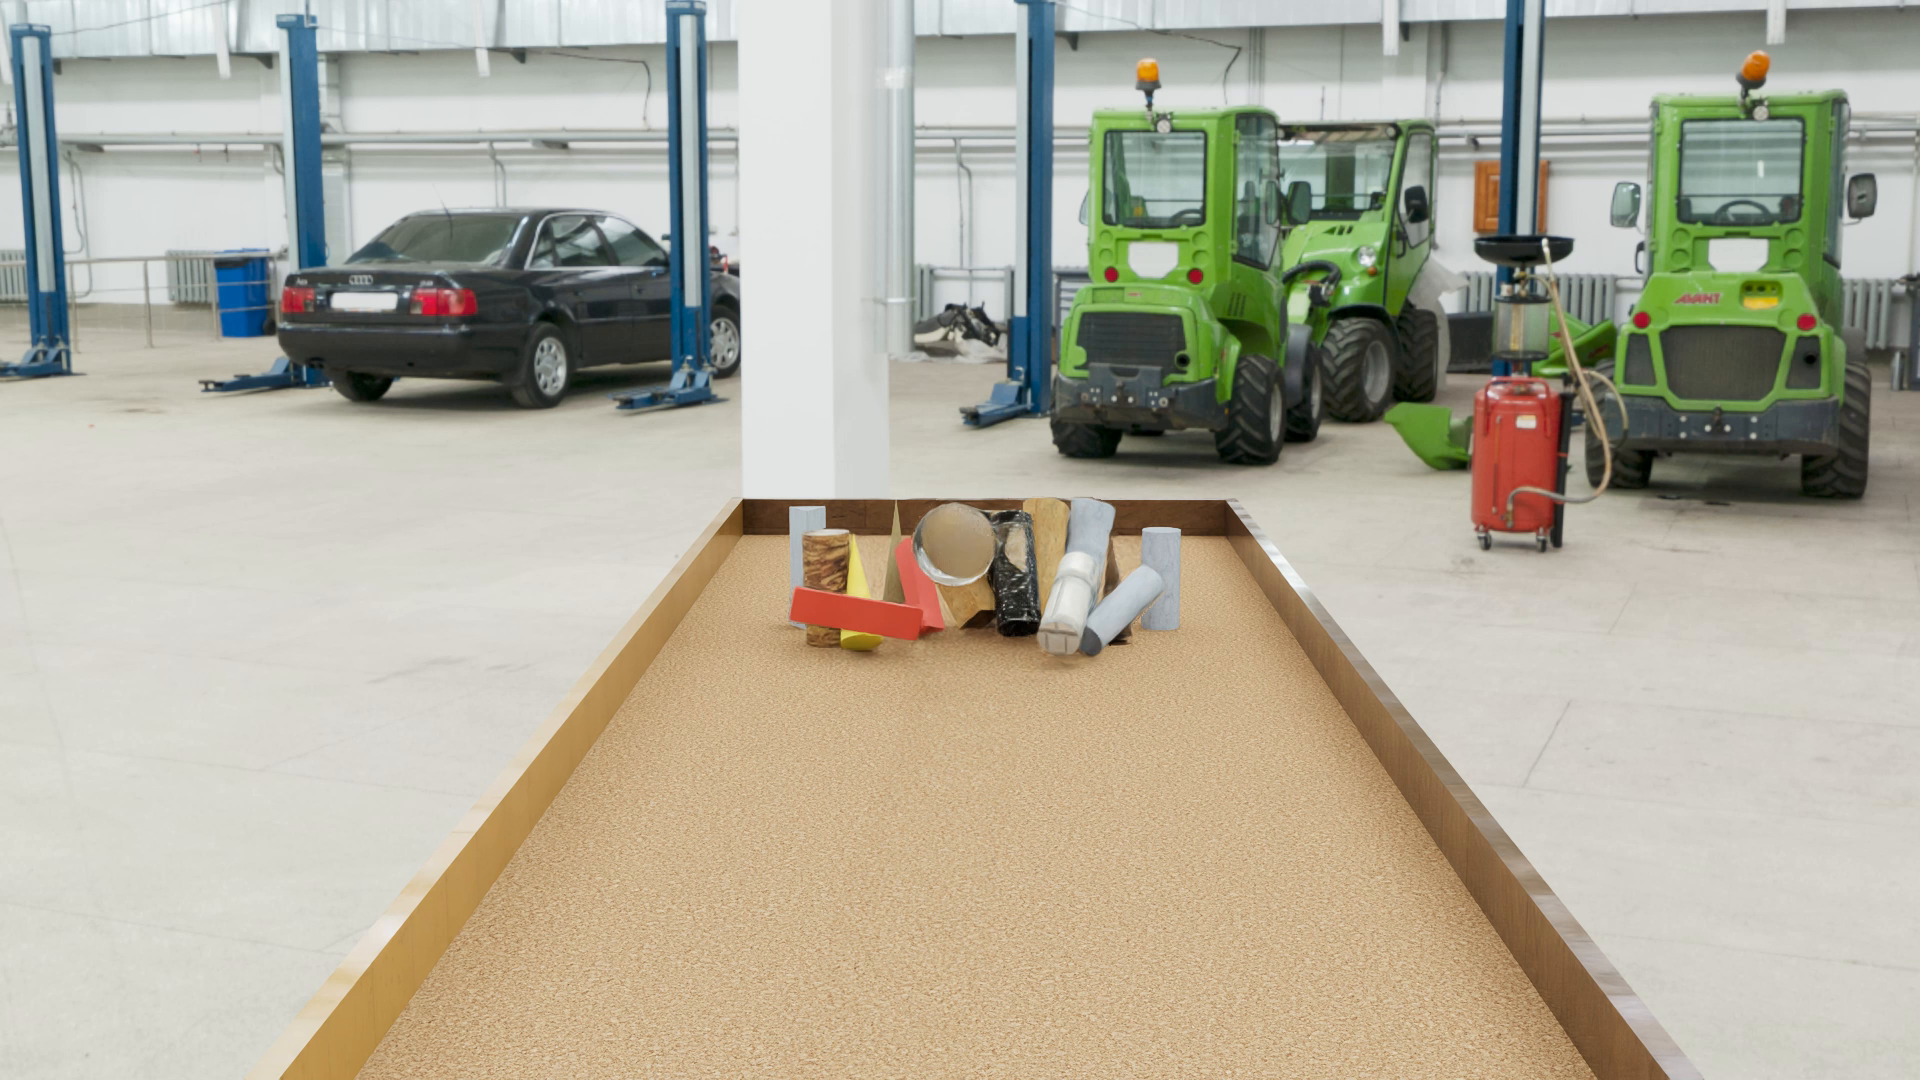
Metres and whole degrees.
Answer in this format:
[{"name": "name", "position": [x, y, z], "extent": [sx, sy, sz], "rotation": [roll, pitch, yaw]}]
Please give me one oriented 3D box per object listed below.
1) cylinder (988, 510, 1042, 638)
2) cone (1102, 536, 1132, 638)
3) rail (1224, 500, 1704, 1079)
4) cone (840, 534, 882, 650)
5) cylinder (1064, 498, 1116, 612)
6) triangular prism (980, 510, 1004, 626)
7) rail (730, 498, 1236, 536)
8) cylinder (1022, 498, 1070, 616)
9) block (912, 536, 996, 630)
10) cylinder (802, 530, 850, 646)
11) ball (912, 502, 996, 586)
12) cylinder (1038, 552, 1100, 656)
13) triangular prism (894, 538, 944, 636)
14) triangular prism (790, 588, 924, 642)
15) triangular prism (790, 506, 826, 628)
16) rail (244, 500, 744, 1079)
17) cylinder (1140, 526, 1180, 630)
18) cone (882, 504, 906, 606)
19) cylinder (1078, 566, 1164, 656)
[{"name": "cylinder", "position": [0.176, 0.107, 7.053], "extent": [0.143, 0.382, 0.143], "rotation": [-4, -25, -2]}, {"name": "cone", "position": [0.486, 0.137, 7.000], "extent": [0.106, 0.343, 0.106], "rotation": [-2, -11, 0]}, {"name": "rail", "position": [1.046, 0.843, 3.208], "extent": [0.050, 0.150, 12.000], "rotation": [0, 9, 1]}, {"name": "cone", "position": [-0.320, 0.146, 6.862], "extent": [0.132, 0.373, 0.132], "rotation": [-5, -24, -2]}, {"name": "cylinder", "position": [0.405, 0.067, 7.278], "extent": [0.149, 0.383, 0.149], "rotation": [12, -13, 3]}, {"name": "triangular prism", "position": [0.086, 0.089, 7.233], "extent": [0.087, 0.377, 0.101], "rotation": [5, 7, 39]}, {"name": "rail", "position": [0.099, -0.098, 9.147], "extent": [2.100, 0.150, 0.050], "rotation": [0, 9, 1]}, {"name": "cylinder", "position": [0.261, 0.073, 7.203], "extent": [0.154, 0.396, 0.154], "rotation": [7, -19, 2]}, {"name": "block", "position": [-0.010, 0.108, 7.186], "extent": [0.109, 0.370, 0.109], "rotation": [1, -38, -47]}, {"name": "cylinder", "position": [-0.416, 0.150, 6.928], "extent": [0.150, 0.350, 0.150], "rotation": [-2, 8, 0]}, {"name": "ball", "position": [-0.017, 0.014, 6.998], "extent": [0.266, 0.266, 0.266], "rotation": [0, 9, 0]}, {"name": "cylinder", "position": [0.334, 0.193, 6.733], "extent": [0.129, 0.129, 0.365], "rotation": [2, 35, 14]}, {"name": "triangular prism", "position": [-0.120, 0.150, 7.071], "extent": [0.089, 0.303, 0.103], "rotation": [-2, -23, -27]}, {"name": "triangular prism", "position": [-0.313, 0.204, 6.716], "extent": [0.397, 0.113, 0.098], "rotation": [10, -37, -8]}, {"name": "triangular prism", "position": [-0.483, 0.088, 7.201], "extent": [0.099, 0.392, 0.115], "rotation": [-6, 11, -33]}, {"name": "rail", "position": [-1.004, 0.839, 3.234], "extent": [0.050, 0.150, 12.000], "rotation": [0, 9, 1]}, {"name": "cylinder", "position": [0.657, 0.126, 7.191], "extent": [0.126, 0.321, 0.126], "rotation": [0, 9, 0]}, {"name": "cone", "position": [-0.209, 0.071, 7.215], "extent": [0.114, 0.421, 0.114], "rotation": [0, 9, 0]}, {"name": "cylinder", "position": [0.494, 0.219, 6.864], "extent": [0.111, 0.111, 0.359], "rotation": [7, 34, 39]}]
